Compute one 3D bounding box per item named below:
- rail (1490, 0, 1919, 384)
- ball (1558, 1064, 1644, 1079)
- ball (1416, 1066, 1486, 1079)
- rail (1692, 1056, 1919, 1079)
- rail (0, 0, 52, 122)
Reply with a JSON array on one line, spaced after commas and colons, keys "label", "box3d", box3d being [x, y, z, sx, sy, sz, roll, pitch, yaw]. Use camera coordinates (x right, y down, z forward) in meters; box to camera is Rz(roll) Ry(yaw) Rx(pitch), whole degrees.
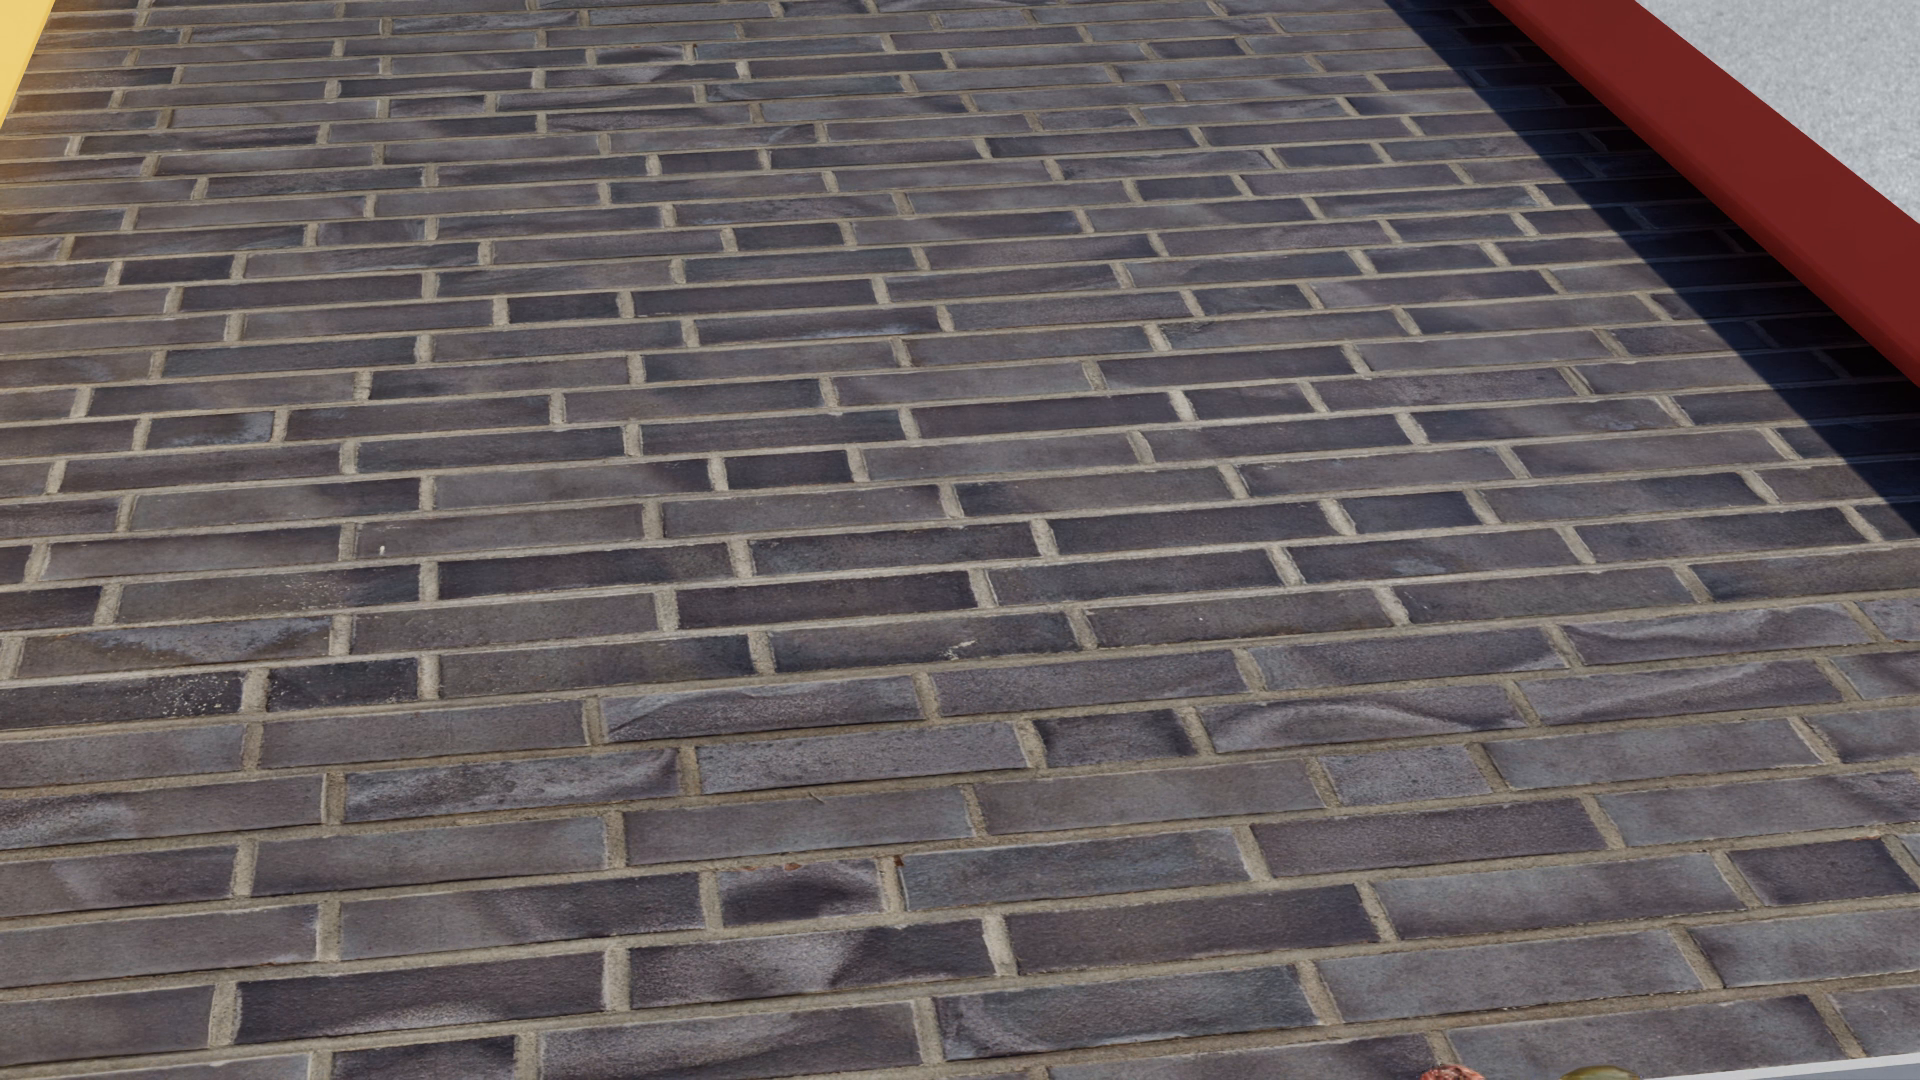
[{"label": "rail", "box3d": [0.619, -0.400, 2.652, 0.045, 0.115, 2.927, -4, 27, -8]}, {"label": "ball", "box3d": [0.297, 0.275, 1.358, 0.065, 0.065, 0.065, 0, 27, 0]}, {"label": "ball", "box3d": [0.231, 0.272, 1.380, 0.050, 0.050, 0.050, 0, 27, 0]}, {"label": "rail", "box3d": [0.108, 0.286, 1.278, 1.526, 0.115, 0.045, -4, 27, -8]}, {"label": "rail", "box3d": [-0.842, -0.299, 2.450, 0.045, 0.115, 2.927, -4, 27, -8]}]
